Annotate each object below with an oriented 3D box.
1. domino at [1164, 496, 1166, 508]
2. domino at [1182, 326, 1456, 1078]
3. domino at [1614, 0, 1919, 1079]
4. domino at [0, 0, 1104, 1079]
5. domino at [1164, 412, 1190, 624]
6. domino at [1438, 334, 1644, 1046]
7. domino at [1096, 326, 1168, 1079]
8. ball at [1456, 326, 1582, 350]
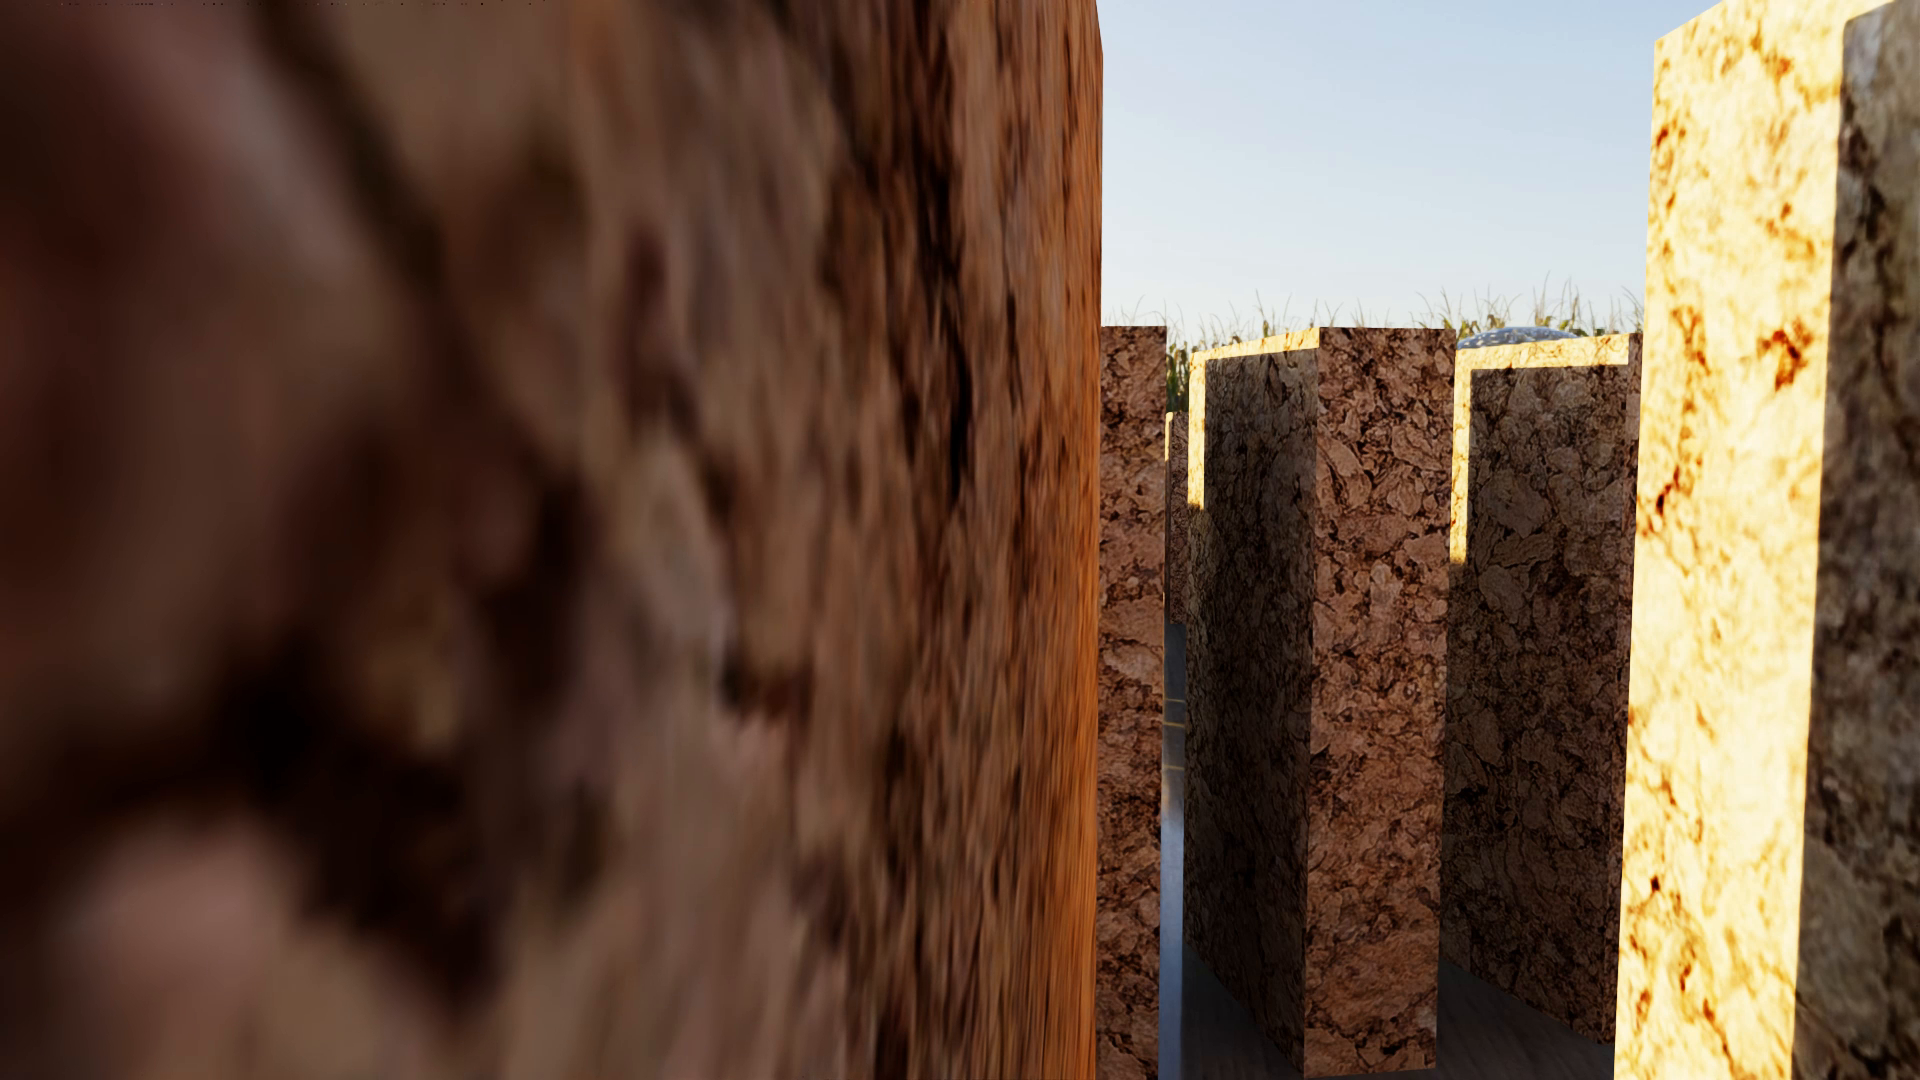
[{"bbox_3d":[0.070,-0.012,0.392,0.009,0.050,0.025,-1,4,-7],"label":"domino"},{"bbox_3d":[0.026,0.010,0.097,0.009,0.050,0.025,-1,4,-9],"label":"domino"},{"bbox_3d":[0.018,0.017,0.013,0.010,0.050,0.025,0,4,1],"label":"domino"},{"bbox_3d":[-0.004,0.016,0.015,0.010,0.050,0.025,1,4,9],"label":"domino"},{"bbox_3d":[0.056,-0.006,0.314,0.010,0.050,0.025,0,4,6],"label":"domino"},{"bbox_3d":[0.046,0.010,0.102,0.009,0.050,0.025,-1,5,-19],"label":"domino"},{"bbox_3d":[0.009,0.010,0.096,0.009,0.050,0.025,0,4,1],"label":"domino"},{"bbox_3d":[0.179,-0.028,0.413,0.080,0.080,0.080,0,4,0],"label":"ball"}]
